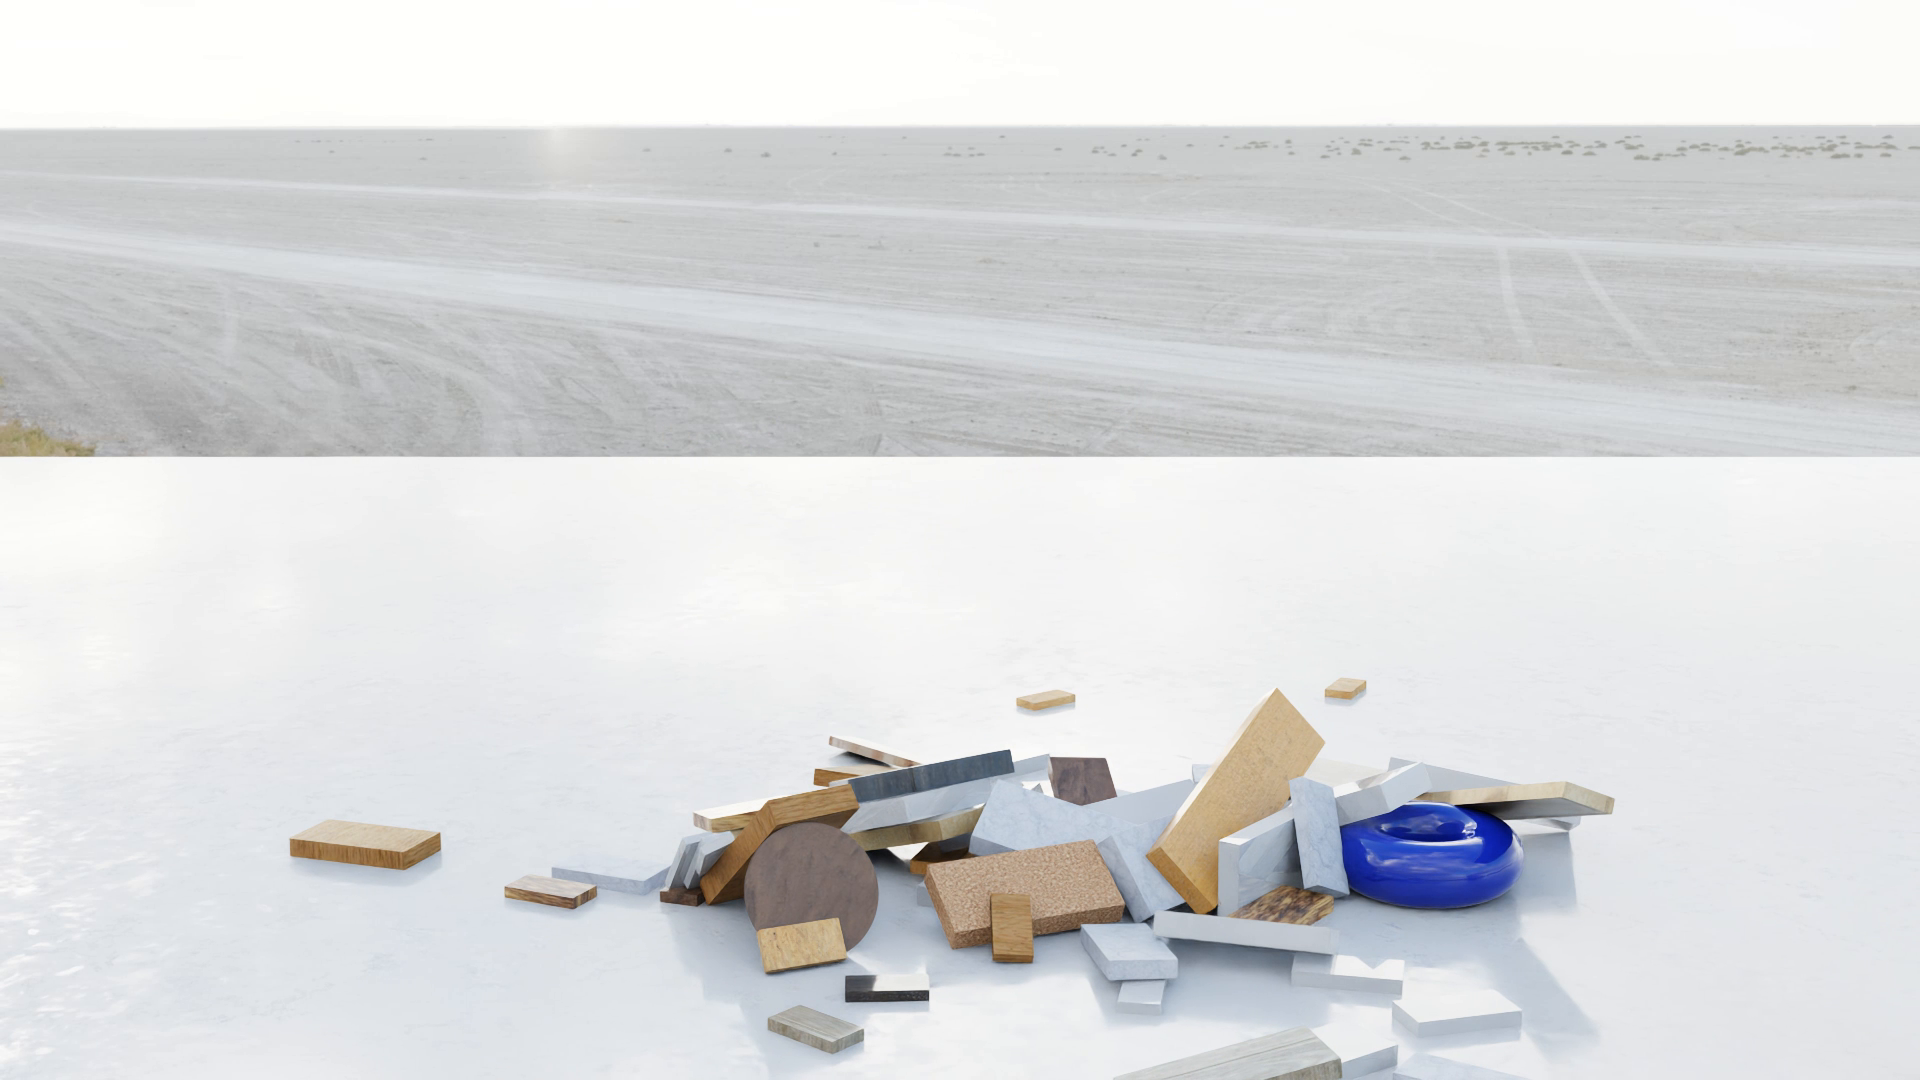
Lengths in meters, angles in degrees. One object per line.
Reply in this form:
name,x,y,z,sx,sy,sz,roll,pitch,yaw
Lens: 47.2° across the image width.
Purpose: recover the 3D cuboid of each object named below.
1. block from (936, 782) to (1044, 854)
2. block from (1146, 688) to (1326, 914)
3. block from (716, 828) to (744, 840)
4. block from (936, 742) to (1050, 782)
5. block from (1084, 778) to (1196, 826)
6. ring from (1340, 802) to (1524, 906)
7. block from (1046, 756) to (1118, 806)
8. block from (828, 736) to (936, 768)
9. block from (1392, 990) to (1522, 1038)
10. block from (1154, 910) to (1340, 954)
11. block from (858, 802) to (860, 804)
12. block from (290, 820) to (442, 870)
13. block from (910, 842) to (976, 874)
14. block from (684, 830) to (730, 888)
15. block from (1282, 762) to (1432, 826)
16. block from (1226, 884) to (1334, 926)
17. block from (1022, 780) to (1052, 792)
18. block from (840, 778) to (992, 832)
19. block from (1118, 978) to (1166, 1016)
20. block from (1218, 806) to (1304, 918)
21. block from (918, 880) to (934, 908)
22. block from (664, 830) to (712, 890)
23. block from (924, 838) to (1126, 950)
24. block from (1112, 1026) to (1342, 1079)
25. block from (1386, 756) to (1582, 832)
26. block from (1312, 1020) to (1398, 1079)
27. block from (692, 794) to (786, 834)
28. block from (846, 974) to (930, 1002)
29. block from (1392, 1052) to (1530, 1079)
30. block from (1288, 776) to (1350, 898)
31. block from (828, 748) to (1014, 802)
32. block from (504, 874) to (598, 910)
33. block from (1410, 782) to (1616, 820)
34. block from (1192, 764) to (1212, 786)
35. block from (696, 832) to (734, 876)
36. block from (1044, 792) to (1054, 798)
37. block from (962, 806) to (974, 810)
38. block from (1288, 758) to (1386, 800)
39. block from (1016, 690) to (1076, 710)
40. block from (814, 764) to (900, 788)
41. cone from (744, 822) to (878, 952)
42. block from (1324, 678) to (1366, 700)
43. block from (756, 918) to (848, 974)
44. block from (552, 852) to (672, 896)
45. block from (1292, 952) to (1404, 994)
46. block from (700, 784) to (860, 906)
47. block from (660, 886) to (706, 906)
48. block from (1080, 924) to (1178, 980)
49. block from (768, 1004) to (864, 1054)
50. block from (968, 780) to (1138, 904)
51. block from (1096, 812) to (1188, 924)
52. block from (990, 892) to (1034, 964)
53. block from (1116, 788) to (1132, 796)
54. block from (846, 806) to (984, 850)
block,0.056,0.487,3.861,0.105,0.030,0.210,-19,5,33
block,0.476,0.436,3.741,0.038,0.133,0.514,-41,2,41
block,-0.386,0.531,3.860,0.091,0.026,0.250,2,6,13
block,0.059,0.445,4.362,0.221,0.031,0.111,-9,14,-40
block,0.313,0.491,3.766,0.257,0.036,0.128,-11,40,-23
ring,0.786,0.528,3.710,0.326,0.109,0.326,-1,11,0
block,0.223,0.458,3.866,0.105,0.030,0.210,2,32,-10
block,-0.129,0.431,4.365,0.068,0.019,0.390,8,0,-35
block,0.710,0.676,3.142,0.162,0.023,0.081,-3,11,-15
block,0.440,0.602,3.371,0.266,0.038,0.133,3,-11,16
block,-0.230,0.500,3.994,0.161,0.023,0.081,2,30,30
block,-1.047,0.536,3.872,0.232,0.033,0.116,4,11,19
block,-0.023,0.548,3.833,0.081,0.023,0.161,3,11,16
block,-0.414,0.527,3.622,0.055,0.111,0.016,-8,46,-38
block,0.630,0.469,3.815,0.339,0.048,0.170,-23,-5,37
block,0.515,0.601,3.535,0.093,0.026,0.186,8,13,36
block,0.205,0.481,4.195,0.161,0.023,0.081,-2,11,-9
block,-0.082,0.461,3.820,0.152,0.043,0.303,-13,-6,28
block,0.268,0.664,3.225,0.062,0.017,0.123,2,11,10
block,0.511,0.530,3.628,0.038,0.133,0.266,8,13,37
block,0.059,0.581,3.625,0.232,0.033,0.116,4,11,20
block,-0.445,0.527,3.622,0.055,0.111,0.016,-8,46,-38
block,0.102,0.562,3.502,0.286,0.041,0.143,-6,41,-19
block,0.349,0.702,2.872,0.279,0.029,0.103,-11,16,-16
block,0.936,0.457,3.950,0.339,0.048,0.170,11,-9,11
block,0.482,0.703,2.978,0.207,0.029,0.103,-7,13,-34
block,-0.379,0.492,3.955,0.182,0.026,0.091,-7,5,-27
block,-0.107,0.661,3.241,0.123,0.017,0.062,-1,11,-3
block,0.664,0.720,2.908,0.162,0.023,0.081,7,13,33
block,0.595,0.493,3.645,0.026,0.186,0.093,-25,-32,36
block,-0.070,0.427,3.951,0.303,0.043,0.152,-9,-5,-17
block,-0.680,0.583,3.651,0.137,0.019,0.068,5,12,25
block,0.910,0.452,3.755,0.093,0.026,0.574,20,-14,-14
block,0.487,0.464,4.300,0.061,0.017,0.122,1,11,3
block,-0.397,0.509,3.560,0.055,0.016,0.111,-24,-19,-21
block,0.113,0.495,3.876,0.105,0.030,0.210,-20,5,28
block,-0.098,0.495,4.097,0.221,0.031,0.111,-5,12,-26
block,0.696,0.467,4.197,0.339,0.048,0.170,7,13,35
block,0.191,0.355,4.887,0.122,0.017,0.061,-9,13,-39
block,-0.176,0.453,4.186,0.111,0.031,0.221,5,-1,26
cone,-0.263,0.574,3.493,0.215,0.215,0.215,-4,-15,-20
block,0.875,0.336,4.987,0.061,0.017,0.122,5,12,26
block,-0.240,0.618,3.349,0.128,0.064,0.018,-5,-24,-24
block,-0.591,0.565,3.732,0.182,0.026,0.091,5,11,23
block,0.581,0.648,3.293,0.162,0.023,0.081,2,11,13
block,-0.294,0.494,3.553,0.152,0.043,0.303,-7,-28,-35
block,-0.440,0.578,3.679,0.068,0.019,0.137,4,11,20
block,0.255,0.624,3.341,0.103,0.029,0.207,0,5,-8
block,-0.203,0.688,3.093,0.128,0.018,0.064,9,14,40
block,0.174,0.502,3.658,0.286,0.041,0.143,17,39,10
block,0.362,0.526,3.631,0.286,0.143,0.041,-11,-22,-45
block,0.080,0.600,3.402,0.062,0.017,0.123,4,39,-5
block,0.227,0.510,3.896,0.128,0.036,0.257,9,23,40
block,-0.090,0.502,3.793,0.116,0.033,0.301,-10,-4,-44
